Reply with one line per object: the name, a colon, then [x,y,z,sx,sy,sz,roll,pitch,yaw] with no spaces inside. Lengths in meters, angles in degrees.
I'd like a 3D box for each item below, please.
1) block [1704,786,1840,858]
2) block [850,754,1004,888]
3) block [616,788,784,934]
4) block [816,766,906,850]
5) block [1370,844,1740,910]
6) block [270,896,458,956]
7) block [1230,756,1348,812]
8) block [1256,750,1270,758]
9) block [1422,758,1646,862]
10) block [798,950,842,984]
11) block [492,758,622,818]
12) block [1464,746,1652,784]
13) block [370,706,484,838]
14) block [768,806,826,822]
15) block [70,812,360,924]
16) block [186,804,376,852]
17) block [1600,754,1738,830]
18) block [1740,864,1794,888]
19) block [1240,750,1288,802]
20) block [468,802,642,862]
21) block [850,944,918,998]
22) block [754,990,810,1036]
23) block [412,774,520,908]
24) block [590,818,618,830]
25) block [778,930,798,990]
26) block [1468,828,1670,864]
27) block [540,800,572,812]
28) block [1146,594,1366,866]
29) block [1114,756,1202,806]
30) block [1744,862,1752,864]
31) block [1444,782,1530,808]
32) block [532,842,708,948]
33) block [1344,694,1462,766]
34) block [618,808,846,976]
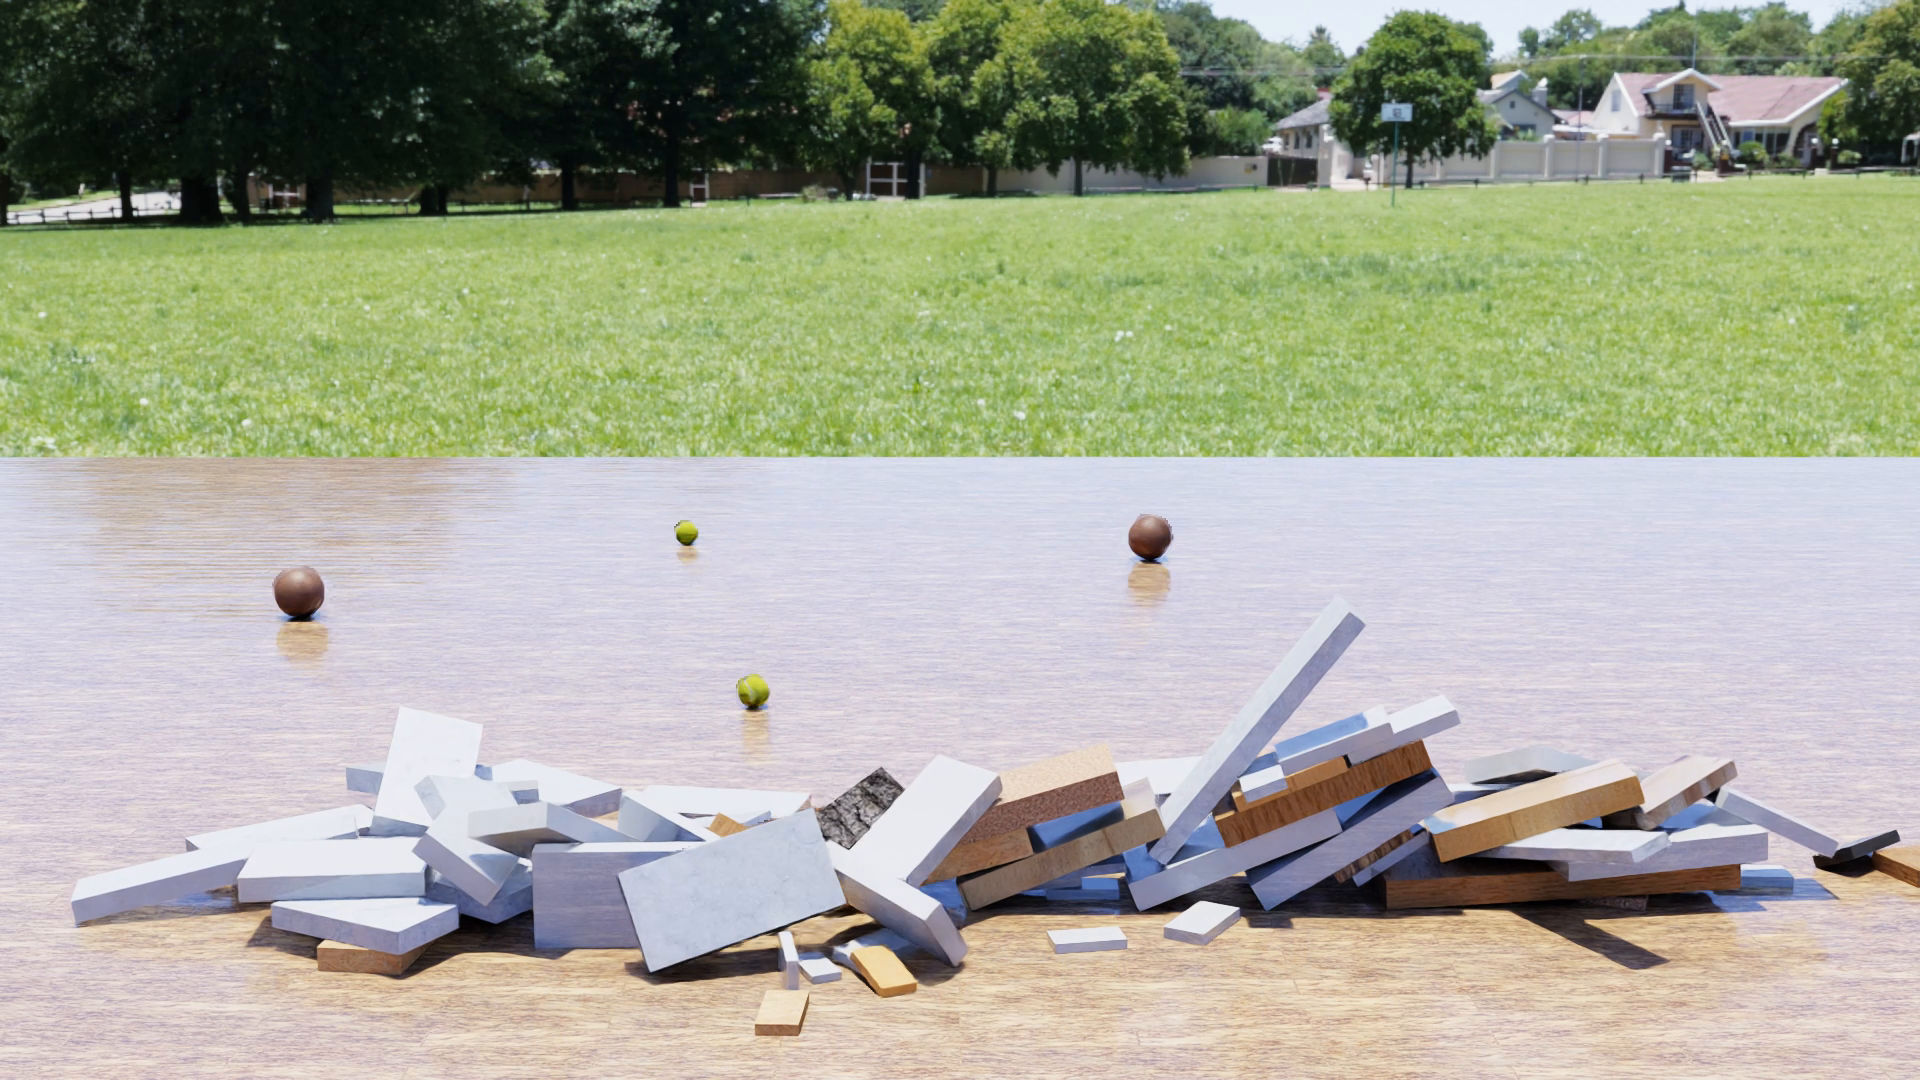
block: [1.346,0.462,3.669,0.213,0.030,0.107,24,6,-7]
block: [-0.056,0.454,3.525,0.127,0.036,0.254,14,45,37]
block: [-0.416,0.517,3.557,0.346,0.094,0.027,24,26,28]
block: [-0.172,0.459,3.608,0.188,0.027,0.094,-34,49,-21]
block: [0.984,0.548,3.673,0.580,0.048,0.170,-3,11,0]
block: [-0.921,0.582,3.404,0.262,0.037,0.131,5,12,28]
block: [0.531,0.383,3.574,0.187,0.027,0.094,-22,10,5]
block: [0.603,0.471,3.994,0.148,0.042,0.297,-10,29,-42]
block: [0.947,0.447,3.653,0.340,0.048,0.170,-17,2,6]
block: [-0.218,0.647,3.327,0.048,0.014,0.095,-5,12,-24]
block: [-0.795,0.477,4.162,0.298,0.042,0.149,9,14,39]
block: [1.088,0.428,3.919,0.453,0.040,0.139,15,-25,-42]
block: [-0.924,0.412,3.818,0.149,0.042,0.298,14,31,-13]
block: [-0.223,0.461,3.709,0.188,0.027,0.094,-15,-6,3]
block: [-1.221,0.537,3.626,0.449,0.037,0.131,-13,11,-14]
block: [-1.182,0.530,3.887,0.326,0.039,0.136,-8,13,-37]
block: [1.175,0.418,3.652,0.213,0.030,0.107,-24,10,-25]
block: [1.341,0.569,3.731,0.124,0.018,0.062,0,11,1]
block: [0.486,0.382,3.546,0.069,0.020,0.139,-21,10,6]
block: [-0.640,0.477,3.502,0.143,0.041,0.286,-10,-23,21]
block: [-0.114,0.643,3.284,0.058,0.016,0.115,-5,22,-25]
block: [-0.254,0.677,3.150,0.062,0.018,0.124,1,11,3]
block: [-0.772,0.478,3.529,0.143,0.041,0.286,38,11,-6]
block: [-0.583,0.523,3.794,0.293,0.035,0.123,9,9,-9]
block: [-0.255,0.633,3.269,0.018,0.062,0.124,-1,11,-10]
block: [0.959,0.486,3.512,0.076,0.022,0.412,-21,3,-25]
block: [-0.839,0.505,3.910,0.136,0.039,0.273,-3,2,41]
block: [0.478,0.310,3.602,0.036,0.514,0.127,37,10,-6]
block: [0.317,0.447,3.958,0.385,0.042,0.149,-6,17,13]
block: [1.335,0.550,3.835,0.062,0.018,0.124,1,11,7]
block: [0.968,0.493,3.810,0.279,0.140,0.040,-1,11,-5]
block: [-0.506,0.554,3.436,0.312,0.156,0.044,0,11,-2]
block: [0.711,0.309,3.573,0.187,0.027,0.094,-22,10,3]
block: [-0.347,0.533,3.346,0.311,0.156,0.044,-18,-14,-14]
